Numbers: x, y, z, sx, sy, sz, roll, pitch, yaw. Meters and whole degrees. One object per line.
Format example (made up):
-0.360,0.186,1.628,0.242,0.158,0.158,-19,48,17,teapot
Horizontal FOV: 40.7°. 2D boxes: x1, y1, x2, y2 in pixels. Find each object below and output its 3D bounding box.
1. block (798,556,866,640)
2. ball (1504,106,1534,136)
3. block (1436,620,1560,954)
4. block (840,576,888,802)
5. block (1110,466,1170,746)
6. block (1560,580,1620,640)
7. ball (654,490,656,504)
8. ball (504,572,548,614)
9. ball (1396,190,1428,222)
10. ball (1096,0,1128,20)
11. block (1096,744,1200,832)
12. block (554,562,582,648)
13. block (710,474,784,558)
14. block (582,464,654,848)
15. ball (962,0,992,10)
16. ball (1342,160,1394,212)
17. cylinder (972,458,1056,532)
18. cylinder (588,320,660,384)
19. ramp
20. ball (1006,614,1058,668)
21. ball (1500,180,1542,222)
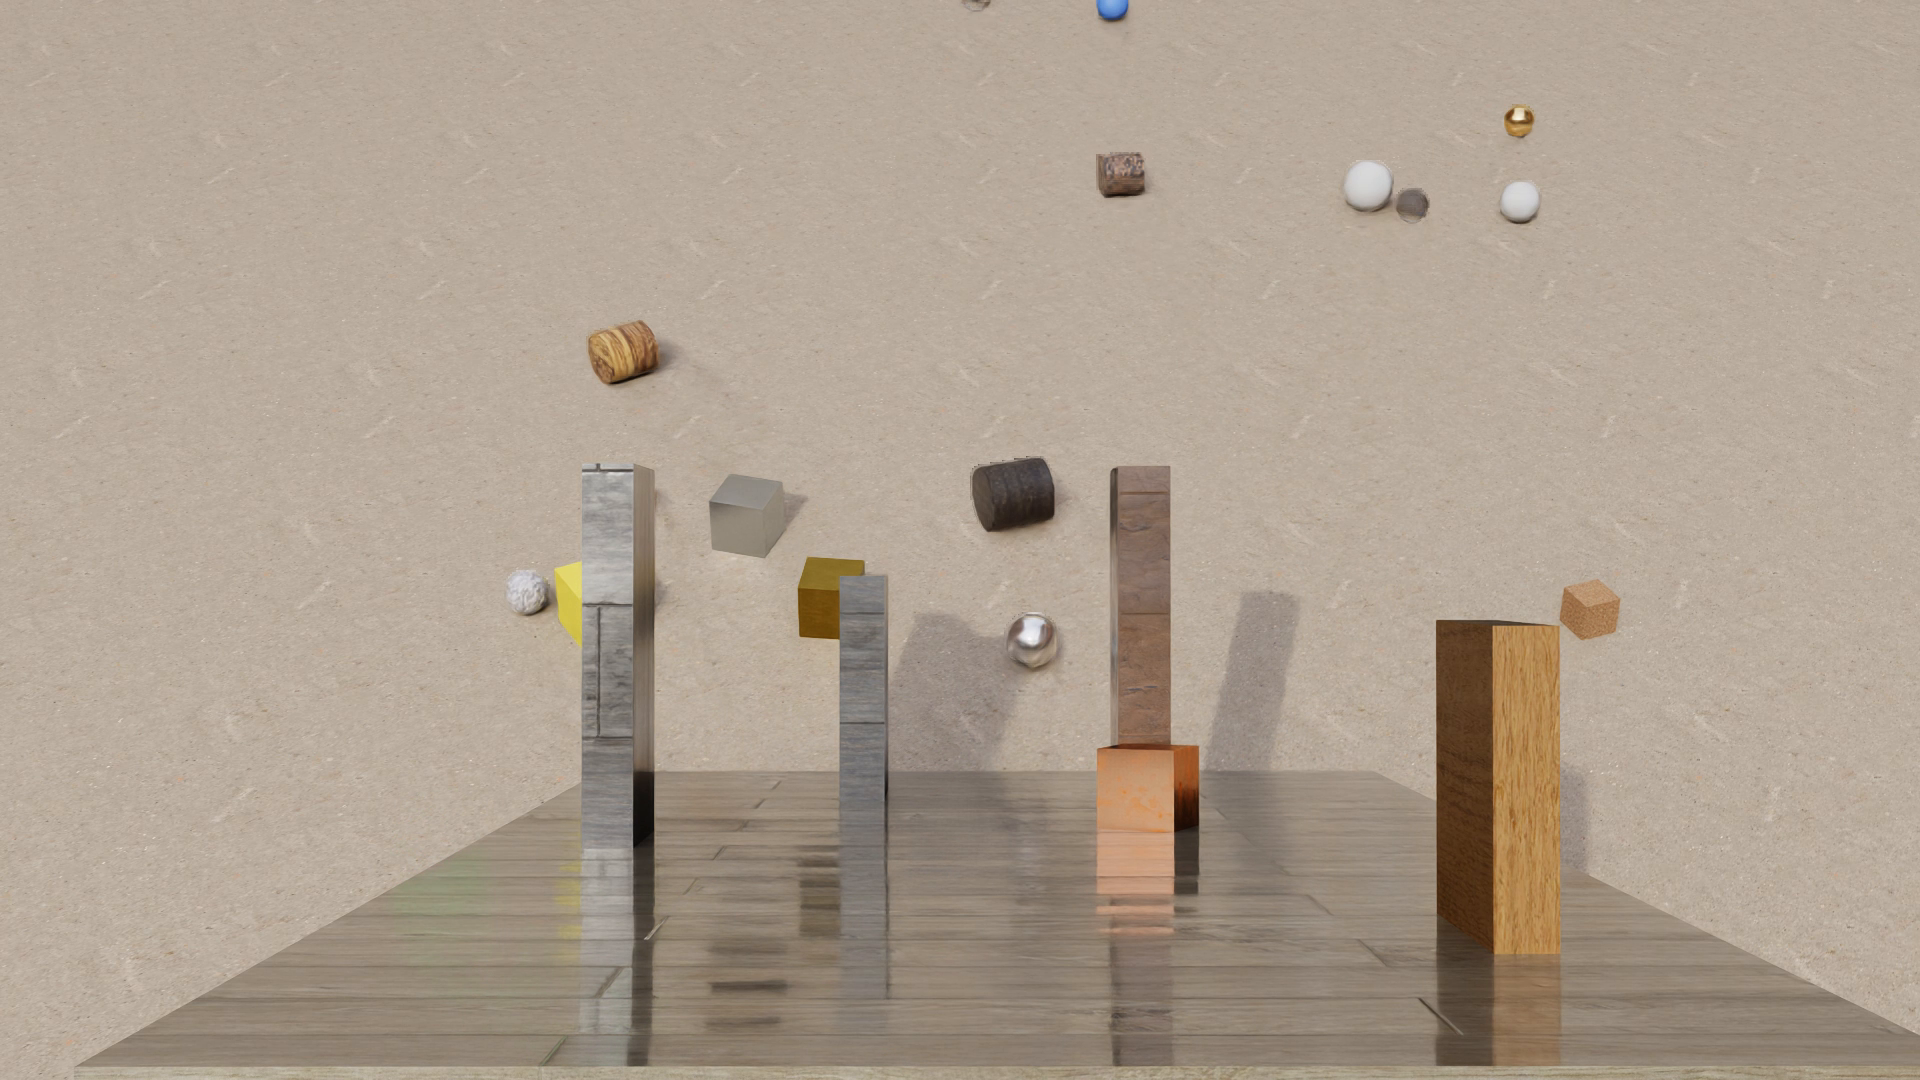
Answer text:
-0.366,0.168,7.409,0.167,0.167,0.167,4,32,6,block
2.251,-1.687,10.438,0.120,0.120,0.120,0,32,0,ball
0.768,0.341,3.720,0.091,0.444,0.418,0,-1,0,block
-0.221,0.336,5.998,0.102,0.507,0.321,0,-1,0,block
0.380,0.216,5.483,0.109,0.735,0.263,0,-1,0,block
1.801,0.199,7.408,0.114,0.114,0.114,-12,34,-19,block
-0.991,-0.132,7.935,0.120,0.120,0.120,0,32,0,ball
-1.250,0.153,7.473,0.125,0.125,0.125,0,32,0,ball
1.701,-1.257,9.745,0.122,0.122,0.122,0,32,0,ball
0.680,-2.387,11.546,0.140,0.140,0.140,0,32,0,ball
0.381,0.500,5.241,0.162,0.162,0.162,0,-1,23,block
-1.031,0.175,7.385,0.179,0.179,0.179,-17,36,-25,block
-0.639,-0.073,7.792,0.171,0.171,0.171,9,33,14,block
-0.659,0.218,5.011,0.096,0.720,0.339,0,-1,0,block
0.073,-2.456,11.648,0.149,0.149,0.149,0,32,0,ball
1.544,-1.339,9.812,0.190,0.190,0.190,0,32,0,ball
0.163,-0.140,7.873,0.196,0.196,0.196,-10,33,-16,cylinder
-1.128,-0.629,8.682,0.175,0.175,0.175,-20,37,-29,cylinder
0.071,0.625,4.714,2.000,0.100,4.000,0,-1,0,ramp
0.202,0.281,7.243,0.150,0.150,0.150,0,32,0,ball
2.105,-1.271,9.737,0.154,0.154,0.154,0,32,0,ball
